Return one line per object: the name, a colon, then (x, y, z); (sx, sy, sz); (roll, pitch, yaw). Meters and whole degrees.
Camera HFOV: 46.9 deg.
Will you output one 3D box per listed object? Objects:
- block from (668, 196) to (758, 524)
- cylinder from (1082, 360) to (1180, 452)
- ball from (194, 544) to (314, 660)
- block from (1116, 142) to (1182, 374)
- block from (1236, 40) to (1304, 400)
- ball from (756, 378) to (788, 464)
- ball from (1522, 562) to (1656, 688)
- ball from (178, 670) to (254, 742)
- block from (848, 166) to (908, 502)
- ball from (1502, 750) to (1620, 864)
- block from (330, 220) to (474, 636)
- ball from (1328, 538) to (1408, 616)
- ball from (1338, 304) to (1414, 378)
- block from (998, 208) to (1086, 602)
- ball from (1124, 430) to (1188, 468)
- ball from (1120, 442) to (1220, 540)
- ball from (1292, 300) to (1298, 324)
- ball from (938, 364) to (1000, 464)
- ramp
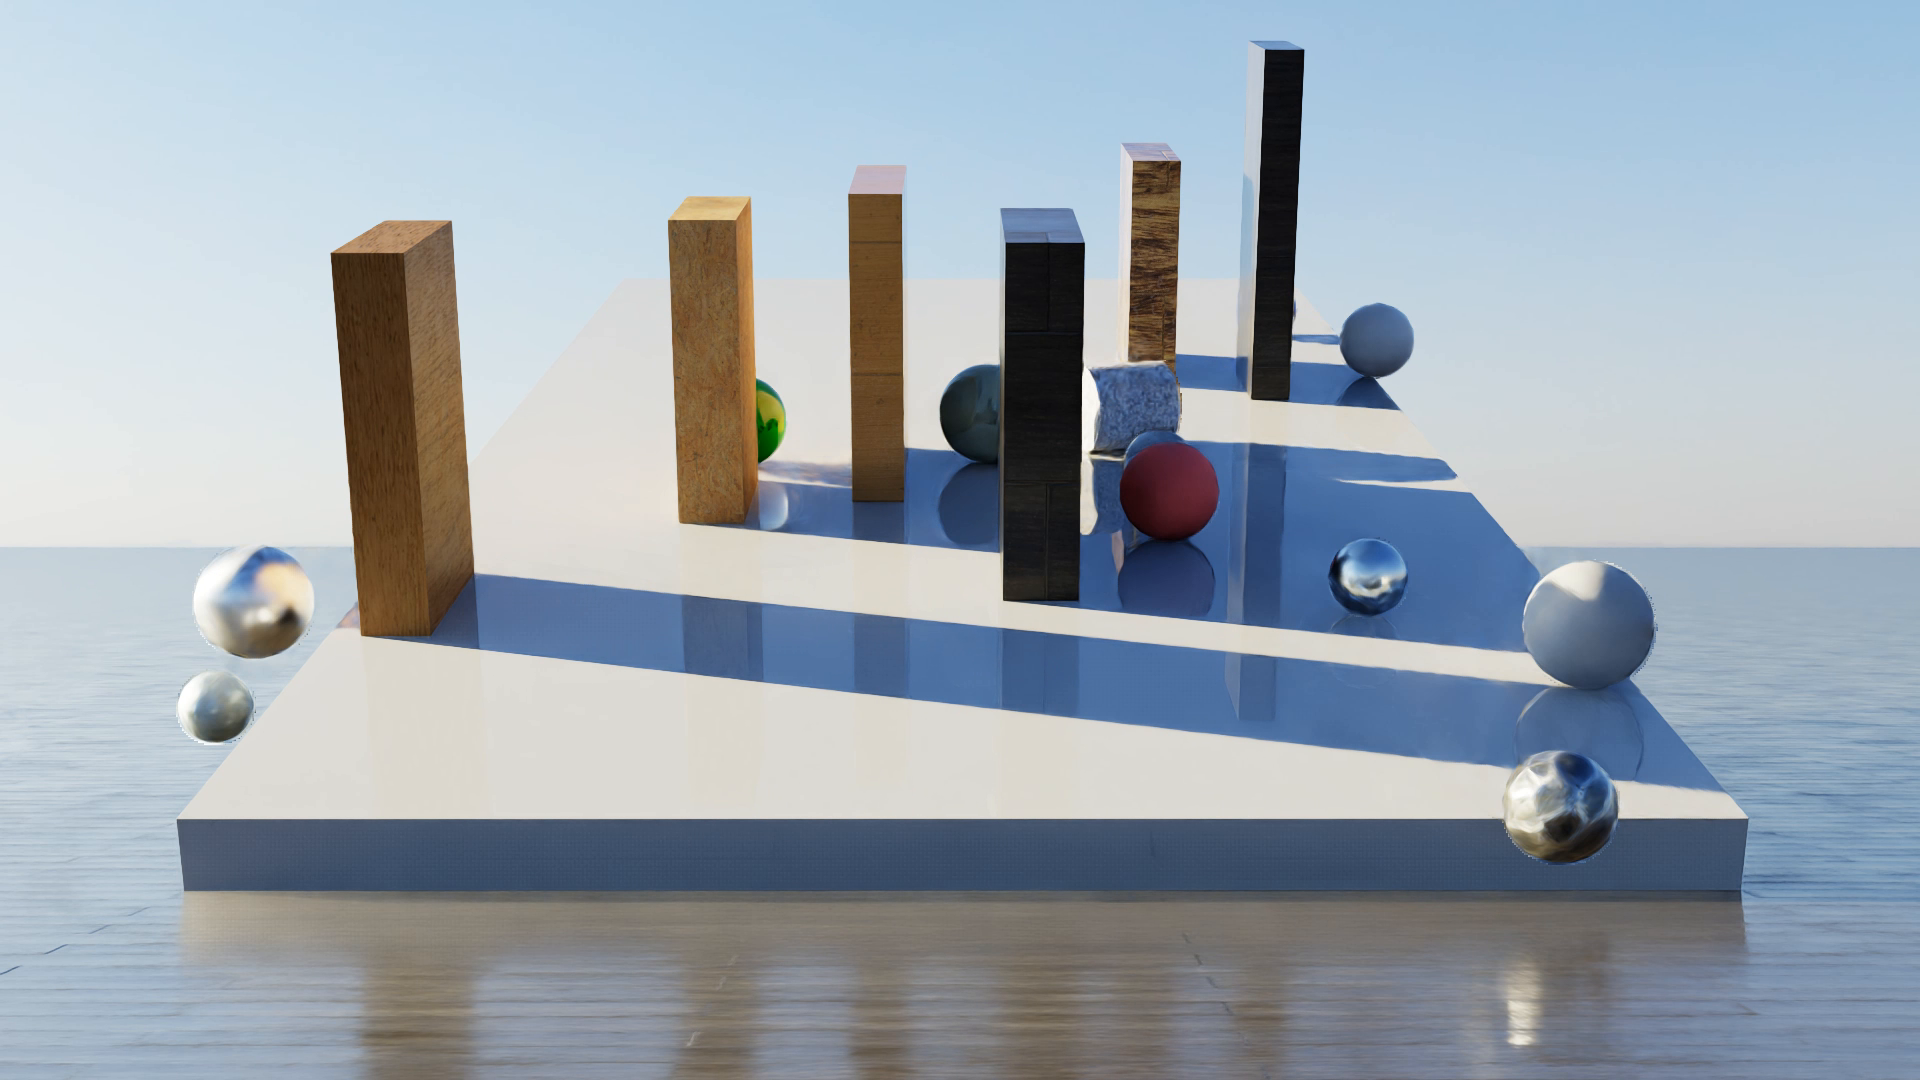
block: (-0.462, -0.345, 4.182); (0.121, 0.563, 0.312); (0, 17, 0)
cylinder: (0.341, -0.281, 4.642); (0.179, 0.179, 0.179); (-6, 2, -19)
ball: (-1.167, 0.102, 3.666); (0.190, 0.190, 0.190); (0, 0, 0)
block: (0.453, -0.675, 5.359); (0.112, 0.526, 0.367); (0, 17, 0)
block: (0.714, -0.742, 5.123); (0.088, 0.790, 0.285); (0, 17, 0)
ball: (-0.444, -0.241, 4.494); (0.186, 0.186, 0.186); (0, 0, 0)
ball: (0.925, 0.125, 3.263); (0.188, 0.188, 0.188); (0, 0, 0)
ball: (-1.282, 0.287, 3.817); (0.124, 0.124, 0.124); (0, 0, 0)
block: (-0.158, -0.417, 4.377); (0.100, 0.591, 0.432); (0, 17, 0)
ball: (0.731, 0.324, 2.696); (0.138, 0.138, 0.138); (0, 0, 0)
block: (-0.891, -0.187, 3.571); (0.110, 0.608, 0.336); (0, 17, 0)
ball: (0.661, 0.060, 3.588); (0.126, 0.126, 0.126); (0, 0, 0)
ball: (0.999, -0.478, 5.312); (0.178, 0.178, 0.178); (0, 0, 0)
block: (0.134, -0.240, 3.772); (0.126, 0.596, 0.389); (0, 17, 0)
ball: (0.383, -0.145, 4.260); (0.137, 0.137, 0.137); (0, 0, 0)
ball: (0.378, -0.088, 3.993); (0.179, 0.179, 0.179); (0, 0, 0)
ball: (0.814, -0.600, 5.797); (0.134, 0.134, 0.134); (0, 0, 0)
ball: (0.057, -0.259, 4.525); (0.203, 0.203, 0.203); (0, 0, 0)
ramp: (-0.002, -0.167, 4.749); (2.000, 0.100, 4.000); (0, 17, 0)
